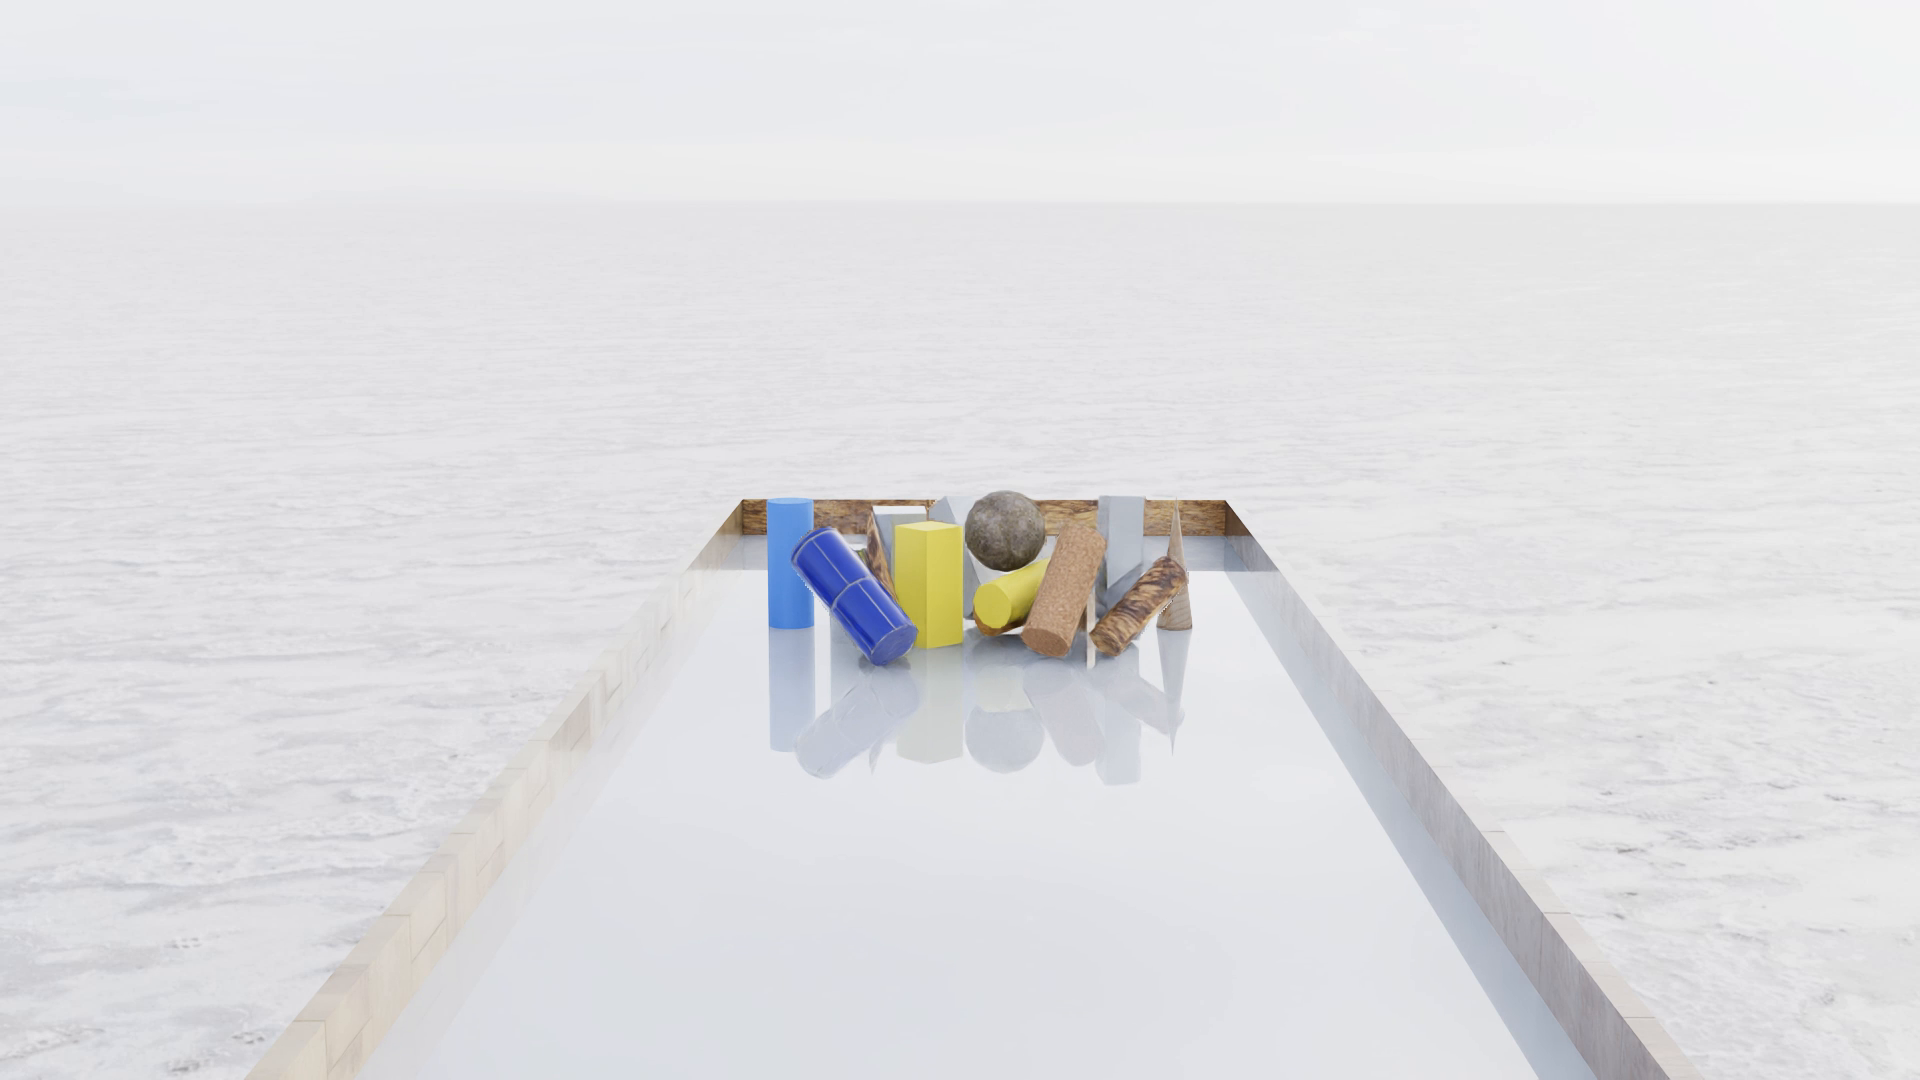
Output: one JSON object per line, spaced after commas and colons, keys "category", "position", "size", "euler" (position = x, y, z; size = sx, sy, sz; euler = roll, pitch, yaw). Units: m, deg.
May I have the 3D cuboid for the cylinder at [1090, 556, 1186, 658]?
{"category": "cylinder", "position": [0.553, 0.205, 6.803], "size": [0.113, 0.113, 0.353], "euler": [10, 46, 47]}

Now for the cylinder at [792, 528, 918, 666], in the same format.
{"category": "cylinder", "position": [-0.321, 0.169, 6.673], "size": [0.173, 0.173, 0.430], "euler": [-9, 50, -46]}

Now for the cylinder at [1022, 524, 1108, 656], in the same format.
{"category": "cylinder", "position": [0.324, 0.156, 6.794], "size": [0.153, 0.394, 0.153], "euler": [16, -31, 10]}

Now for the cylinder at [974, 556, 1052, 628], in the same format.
{"category": "cylinder", "position": [0.205, 0.165, 6.986], "size": [0.143, 0.143, 0.344], "euler": [7, 18, 37]}

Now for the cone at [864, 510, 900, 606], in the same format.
{"category": "cone", "position": [-0.258, 0.105, 6.824], "size": [0.162, 0.449, 0.162], "euler": [-6, -14, -2]}

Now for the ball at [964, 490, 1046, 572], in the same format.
{"category": "ball", "position": [0.145, -0.029, 7.061], "size": [0.262, 0.262, 0.262], "euler": [0, 9, 0]}

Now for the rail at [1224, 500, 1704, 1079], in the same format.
{"category": "rail", "position": [1.046, 0.843, 3.208], "size": [0.050, 0.150, 12.000], "euler": [0, 9, 1]}

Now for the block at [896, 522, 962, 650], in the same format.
{"category": "block", "position": [-0.098, 0.140, 6.938], "size": [0.151, 0.372, 0.151], "euler": [-8, 12, -41]}

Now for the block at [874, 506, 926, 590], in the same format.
{"category": "block", "position": [-0.197, 0.090, 7.216], "size": [0.168, 0.383, 0.168], "euler": [-1, 9, -3]}

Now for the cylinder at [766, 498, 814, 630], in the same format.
{"category": "cylinder", "position": [-0.555, 0.075, 7.215], "size": [0.152, 0.413, 0.152], "euler": [0, 9, 0]}

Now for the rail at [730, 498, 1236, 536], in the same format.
{"category": "rail", "position": [0.099, -0.098, 9.147], "size": [2.100, 0.150, 0.050], "euler": [0, 9, 1]}

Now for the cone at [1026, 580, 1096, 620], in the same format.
{"category": "cone", "position": [0.382, 0.177, 7.024], "size": [0.384, 0.103, 0.103], "euler": [-37, 26, -24]}

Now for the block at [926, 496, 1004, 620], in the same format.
{"category": "block", "position": [0.030, 0.059, 7.332], "size": [0.125, 0.407, 0.125], "euler": [3, -34, -42]}

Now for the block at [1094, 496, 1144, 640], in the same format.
{"category": "block", "position": [0.504, 0.087, 6.959], "size": [0.115, 0.452, 0.115], "euler": [1, 1, -14]}

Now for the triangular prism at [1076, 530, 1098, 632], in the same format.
{"category": "triangular prism", "position": [0.414, 0.131, 7.174], "size": [0.104, 0.317, 0.121], "euler": [-7, 11, -36]}

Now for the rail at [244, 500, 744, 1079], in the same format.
{"category": "rail", "position": [-1.004, 0.839, 3.234], "size": [0.050, 0.150, 12.000], "euler": [0, 9, 1]}

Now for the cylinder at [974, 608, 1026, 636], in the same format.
{"category": "cylinder", "position": [0.201, 0.210, 7.168], "size": [0.133, 0.133, 0.331], "euler": [8, 17, 41]}

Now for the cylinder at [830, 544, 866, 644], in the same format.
{"category": "cylinder", "position": [-0.353, 0.171, 6.970], "size": [0.121, 0.301, 0.121], "euler": [0, 9, 0]}

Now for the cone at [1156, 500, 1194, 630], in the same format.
{"category": "cone", "position": [0.703, 0.069, 7.174], "size": [0.122, 0.437, 0.122], "euler": [0, 9, 0]}
